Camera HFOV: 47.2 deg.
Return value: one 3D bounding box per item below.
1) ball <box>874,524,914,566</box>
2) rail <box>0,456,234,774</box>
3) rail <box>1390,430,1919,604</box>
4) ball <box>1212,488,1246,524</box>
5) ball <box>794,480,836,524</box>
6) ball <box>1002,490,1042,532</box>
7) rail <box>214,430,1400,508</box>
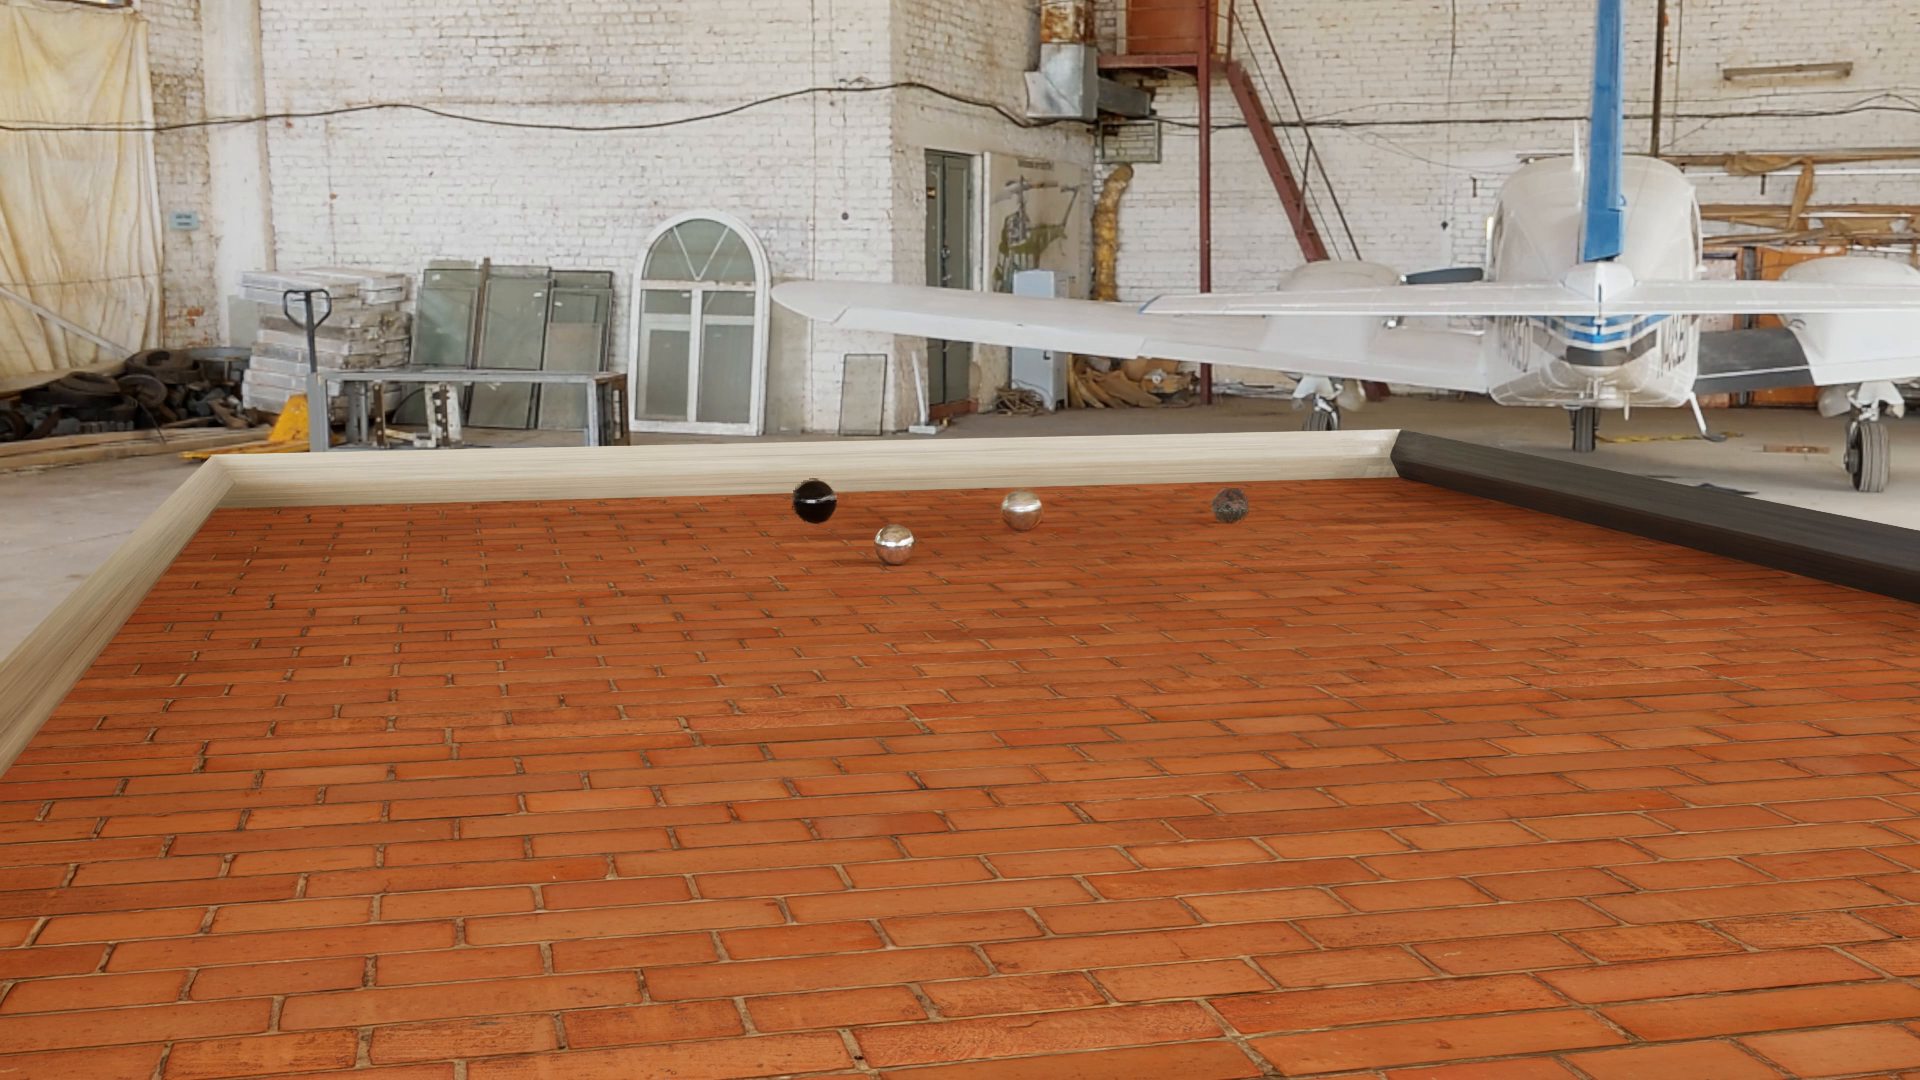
[{"bbox_3d":[-0.106,0.008,3.574,0.067,0.067,0.067,0,8,0],"label":"ball"},{"bbox_3d":[-0.959,0.160,2.303,0.045,0.105,4.203,-2,8,-13],"label":"rail"},{"bbox_3d":[1.446,0.083,2.871,0.045,0.105,4.203,-2,8,-13],"label":"rail"},{"bbox_3d":[0.501,-0.063,4.095,0.065,0.065,0.065,0,8,0],"label":"ball"},{"bbox_3d":[-0.270,-0.071,4.098,0.081,0.081,0.081,0,8,0],"label":"ball"},{"bbox_3d":[0.113,-0.053,3.990,0.075,0.075,0.075,0,8,0],"label":"ball"},{"bbox_3d":[-0.238,-0.151,4.589,2.520,0.105,0.045,-2,8,-13],"label":"rail"}]
